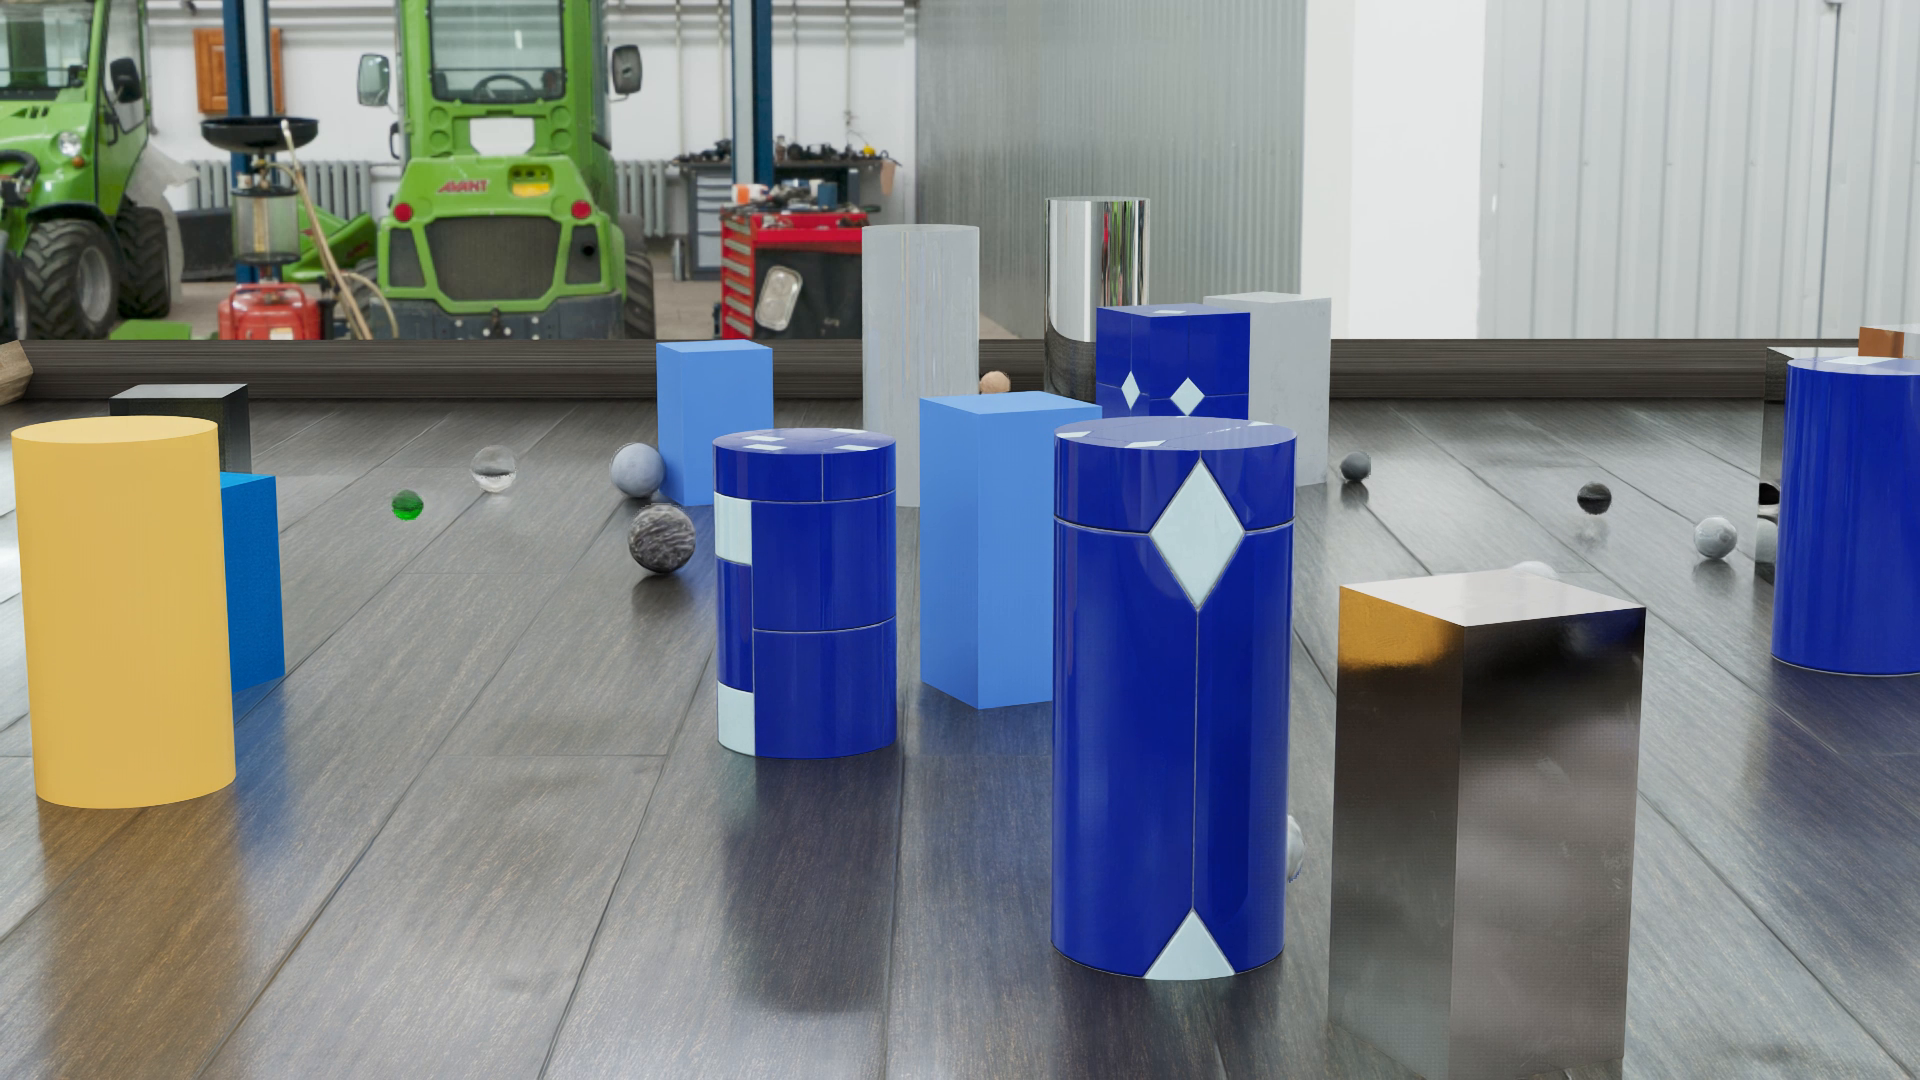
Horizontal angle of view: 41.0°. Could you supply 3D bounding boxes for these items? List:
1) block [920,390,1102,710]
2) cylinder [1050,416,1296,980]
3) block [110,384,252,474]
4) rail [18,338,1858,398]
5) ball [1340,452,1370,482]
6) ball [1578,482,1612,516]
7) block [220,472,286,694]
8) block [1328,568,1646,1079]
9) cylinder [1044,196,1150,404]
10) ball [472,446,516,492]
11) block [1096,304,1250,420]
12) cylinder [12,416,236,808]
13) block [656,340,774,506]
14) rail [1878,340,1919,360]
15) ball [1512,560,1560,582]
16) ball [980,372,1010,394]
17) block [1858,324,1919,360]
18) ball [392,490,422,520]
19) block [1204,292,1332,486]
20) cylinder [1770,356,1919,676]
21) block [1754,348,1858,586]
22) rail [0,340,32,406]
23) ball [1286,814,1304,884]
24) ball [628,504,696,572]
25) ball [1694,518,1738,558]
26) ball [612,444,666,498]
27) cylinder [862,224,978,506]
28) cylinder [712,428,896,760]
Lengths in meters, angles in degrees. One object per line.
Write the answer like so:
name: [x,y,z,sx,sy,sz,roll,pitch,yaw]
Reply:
block: [0.058,0.007,3.010,0.158,0.341,0.158,-5,12,-25]
cylinder: [0.175,0.125,2.126,0.197,0.432,0.197,0,10,0]
block: [-1.126,-0.086,3.726,0.158,0.263,0.158,0,11,-3]
rail: [-0.013,-0.376,5.657,4.130,0.128,0.045,0,10,0]
ball: [0.699,-0.130,4.541,0.052,0.052,0.052,0,10,0]
ball: [1.040,-0.068,4.202,0.055,0.055,0.055,0,10,0]
block: [-0.919,0.051,3.038,0.158,0.244,0.158,4,11,22]
block: [0.389,0.209,1.915,0.158,0.342,0.158,-5,12,-24]
cylinder: [0.257,-0.404,4.850,0.197,0.479,0.197,0,10,0]
ball: [-0.805,-0.122,4.432,0.077,0.077,0.077,0,10,0]
block: [0.298,-0.131,3.627,0.158,0.388,0.158,-5,12,-24]
cylinder: [-0.848,0.069,2.609,0.197,0.366,0.197,0,10,0]
block: [-0.417,-0.202,4.367,0.158,0.258,0.158,-4,11,-21]
rail: [2.041,0.031,3.460,0.045,0.128,4.538,0,10,0]
ball: [0.758,0.067,3.404,0.079,0.079,0.079,0,10,0]
ball: [0.076,-0.337,5.620,0.066,0.066,0.066,0,10,0]
block: [1.278,-0.080,3.344,0.158,0.390,0.158,-5,12,-24]
ball: [-0.894,-0.056,4.151,0.050,0.050,0.050,0,10,0]
block: [0.538,-0.264,4.515,0.158,0.327,0.158,-9,14,-41]
cylinder: [1.111,-0.033,3.159,0.197,0.366,0.197,0,10,0]
block: [1.230,-0.099,3.618,0.158,0.328,0.158,0,11,2]
rail: [-2.041,0.035,3.437,0.045,0.128,4.538,0,10,0]
ball: [0.269,0.275,2.290,0.077,0.077,0.077,0,10,0]
ball: [-0.432,-0.001,3.721,0.099,0.099,0.099,0,10,0]
ball: [1.128,-0.003,3.829,0.063,0.063,0.063,0,10,0]
ball: [-0.548,-0.119,4.375,0.091,0.091,0.091,0,10,0]
cylinder: [-0.066,-0.298,4.338,0.197,0.457,0.197,0,10,0]
cylinder: [-0.168,0.054,2.790,0.197,0.328,0.197,0,10,0]
